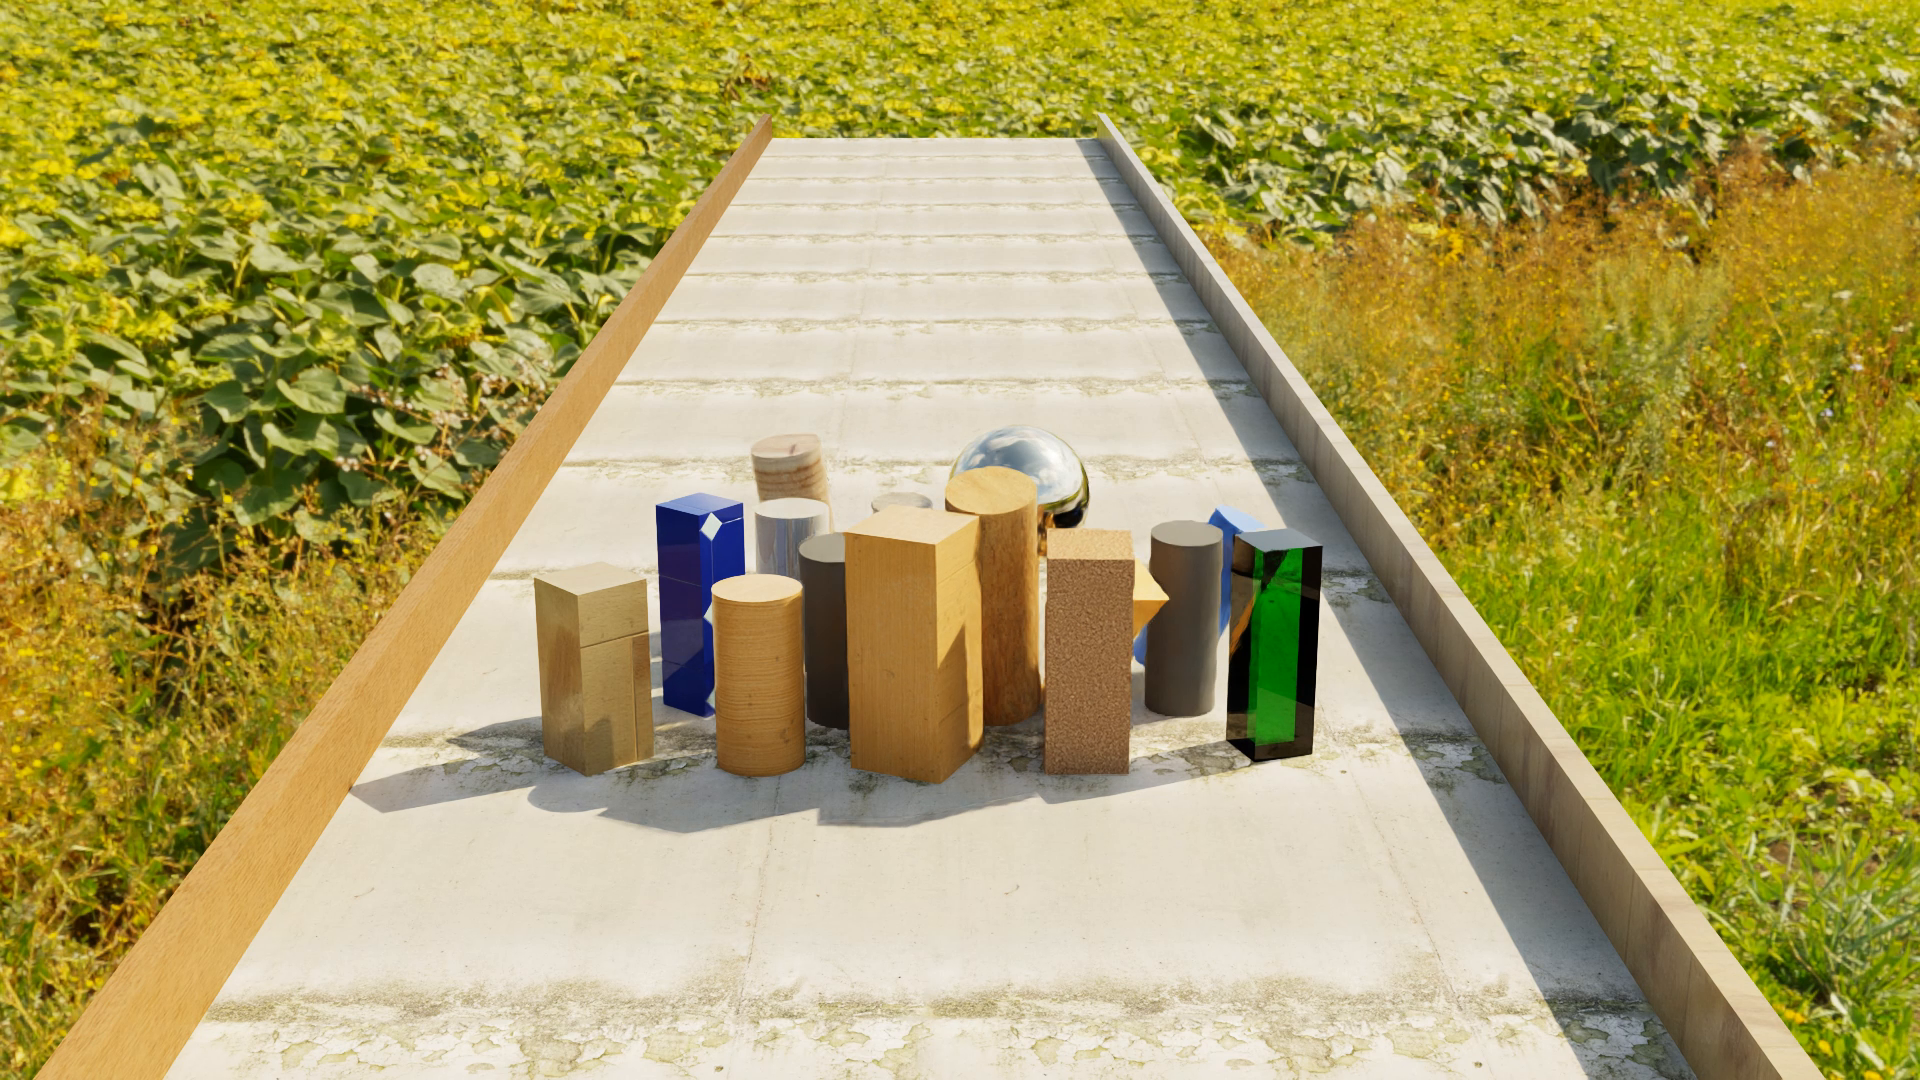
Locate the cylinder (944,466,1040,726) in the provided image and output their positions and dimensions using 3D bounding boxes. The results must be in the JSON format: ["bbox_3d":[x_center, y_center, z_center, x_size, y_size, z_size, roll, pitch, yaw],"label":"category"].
[{"bbox_3d":[0.062,0.106,4.007,0.163,0.460,0.163,-2,32,1],"label":"cylinder"}]

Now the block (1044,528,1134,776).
[{"bbox_3d":[0.223,0.196,3.841,0.146,0.405,0.146,0,21,1],"label":"block"}]

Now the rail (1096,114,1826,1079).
[{"bbox_3d":[0.932,-0.844,7.801,0.050,0.150,12.000,0,17,-1],"label":"rail"}]

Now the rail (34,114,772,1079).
[{"bbox_3d":[-1.118,-0.838,7.780,0.050,0.150,12.000,0,17,-1],"label":"rail"}]

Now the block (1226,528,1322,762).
[{"bbox_3d":[0.557,0.187,3.914,0.116,0.391,0.116,-6,18,-19],"label":"block"}]

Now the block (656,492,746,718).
[{"bbox_3d":[-0.483,0.121,4.129,0.115,0.394,0.115,13,21,37],"label":"block"}]

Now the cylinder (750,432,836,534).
[{"bbox_3d":[-0.334,-0.021,4.591,0.146,0.383,0.146,-7,23,3],"label":"cylinder"}]

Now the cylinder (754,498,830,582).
[{"bbox_3d":[-0.335,0.082,4.416,0.149,0.304,0.149,0,17,0],"label":"cylinder"}]

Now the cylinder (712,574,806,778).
[{"bbox_3d":[-0.353,0.237,3.865,0.158,0.322,0.158,0,17,0],"label":"cylinder"}]

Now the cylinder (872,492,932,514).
[{"bbox_3d":[-0.110,0.107,4.175,0.113,0.383,0.113,1,23,0],"label":"cylinder"}]

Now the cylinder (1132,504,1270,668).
[{"bbox_3d":[0.471,0.108,4.239,0.137,0.332,0.137,27,18,-9],"label":"cylinder"}]

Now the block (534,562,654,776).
[{"bbox_3d":[-0.646,0.225,3.885,0.141,0.333,0.141,-14,22,-40],"label":"block"}]

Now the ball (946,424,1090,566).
[{"bbox_3d":[0.109,-0.081,4.141,0.274,0.274,0.274,0,17,0],"label":"ball"}]

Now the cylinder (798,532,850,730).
[{"bbox_3d":[-0.206,0.167,4.078,0.172,0.326,0.172,-1,19,0],"label":"cylinder"}]

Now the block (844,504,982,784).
[{"bbox_3d":[-0.078,0.179,3.848,0.175,0.437,0.175,8,20,25],"label":"block"}]

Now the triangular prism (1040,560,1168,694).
[{"bbox_3d":[0.255,0.163,4.075,0.094,0.081,0.388,2,-30,-22],"label":"triangular prism"}]

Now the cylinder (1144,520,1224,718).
[{"bbox_3d":[0.417,0.148,4.109,0.133,0.344,0.133,0,21,0],"label":"cylinder"}]
